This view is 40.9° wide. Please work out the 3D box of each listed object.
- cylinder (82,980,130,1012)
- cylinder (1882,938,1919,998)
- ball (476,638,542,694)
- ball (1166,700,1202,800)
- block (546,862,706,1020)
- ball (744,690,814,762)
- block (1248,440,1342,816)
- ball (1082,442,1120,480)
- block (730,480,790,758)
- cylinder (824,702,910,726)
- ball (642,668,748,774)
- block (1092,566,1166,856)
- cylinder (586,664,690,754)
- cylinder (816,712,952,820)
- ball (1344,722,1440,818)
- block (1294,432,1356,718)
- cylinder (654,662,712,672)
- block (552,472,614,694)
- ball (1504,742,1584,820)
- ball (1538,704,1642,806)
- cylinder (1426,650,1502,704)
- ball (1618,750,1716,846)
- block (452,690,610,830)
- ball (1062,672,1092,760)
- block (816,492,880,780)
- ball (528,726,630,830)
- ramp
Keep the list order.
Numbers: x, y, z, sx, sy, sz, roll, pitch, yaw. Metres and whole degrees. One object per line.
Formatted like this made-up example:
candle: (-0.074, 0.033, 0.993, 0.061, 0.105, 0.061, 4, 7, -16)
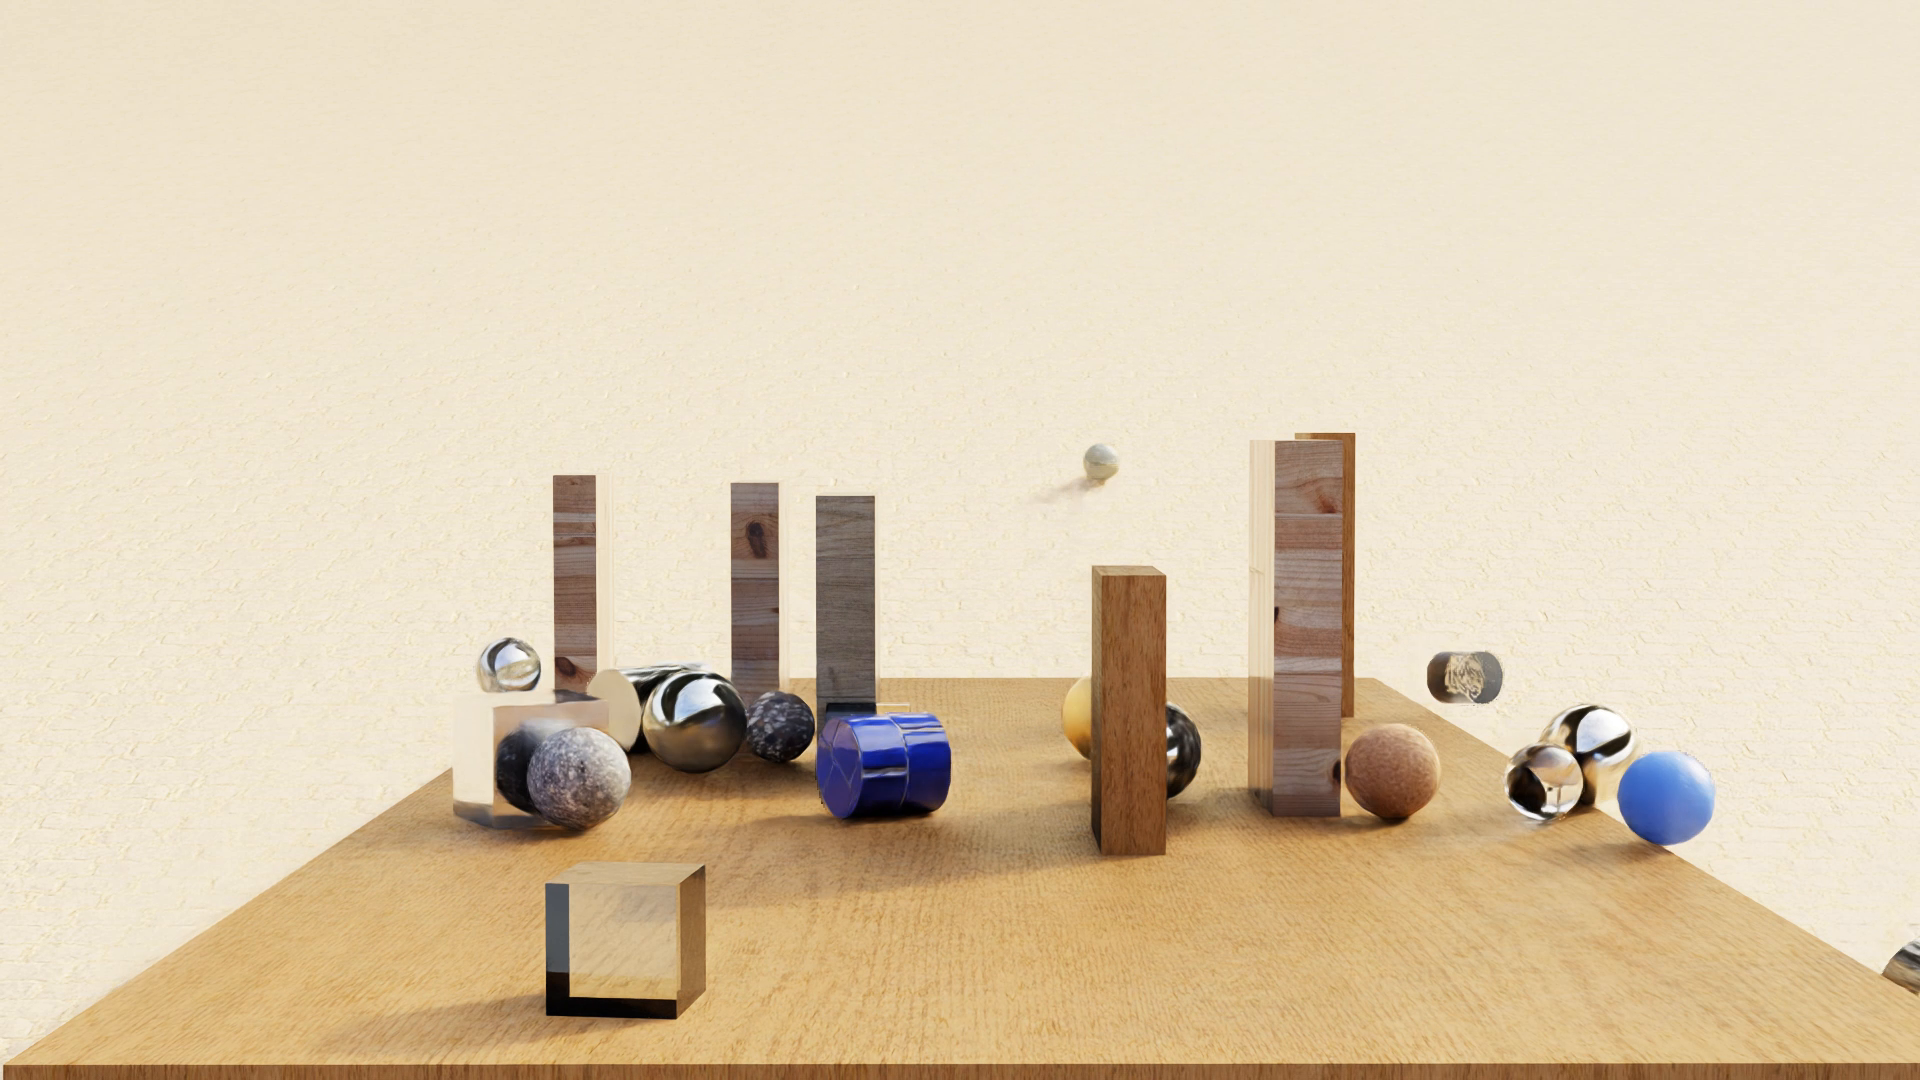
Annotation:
cylinder: (-1.656, 0.983, 5.062, 0.174, 0.174, 0.174, 11, 26, 24)
cylinder: (1.190, 0.560, 3.027, 0.165, 0.165, 0.165, -1, 3, -2)
ball: (-0.945, 0.273, 5.395, 0.137, 0.137, 0.137, 0, 23, 0)
ball: (0.319, 0.353, 4.331, 0.176, 0.176, 0.176, 0, 23, 0)
block: (-0.363, 0.434, 2.807, 0.143, 0.143, 0.143, 0, 2, 7)
ball: (-0.341, 0.352, 4.851, 0.136, 0.136, 0.136, 0, 23, 0)
block: (0.561, 0.136, 4.335, 0.110, 0.609, 0.361, 0, 2, 0)
ball: (0.440, -0.243, 8.010, 0.117, 0.117, 0.117, 0, 23, 0)
block: (-0.392, 0.147, 5.068, 0.093, 0.527, 0.292, 0, 2, 0)
cylinder: (-0.161, 0.360, 4.540, 0.147, 0.147, 0.147, 0, 23, 0)
ball: (-0.483, 0.331, 4.698, 0.191, 0.191, 0.191, 0, 23, 0)
block: (0.255, 0.252, 3.924, 0.095, 0.412, 0.283, 0, 2, 0)
cylinder: (-0.614, 0.330, 5.014, 0.167, 0.167, 0.167, 21, 15, 40)
cylinder: (-0.124, 0.366, 4.184, 0.163, 0.163, 0.163, -3, 22, -29)
ball: (0.697, 0.372, 4.151, 0.154, 0.154, 0.154, 0, 23, 0)
block: (0.811, 0.071, 5.742, 0.098, 0.621, 0.267, 0, 2, 0)
cylinder: (-0.621, 0.327, 5.736, 0.111, 0.111, 0.111, 0, 23, 12)
block: (-0.804, 0.125, 5.512, 0.090, 0.534, 0.274, 0, 2, 0)
ball: (0.937, 0.387, 4.134, 0.125, 0.125, 0.125, 0, 23, 0)
ball: (1.050, 0.357, 4.297, 0.169, 0.169, 0.169, 0, 23, 0)
cylinder: (1.107, 0.301, 5.651, 0.117, 0.117, 0.117, -14, 5, -29)
ball: (1.065, 0.389, 3.883, 0.143, 0.143, 0.143, 0, 23, 0)
block: (-0.694, 0.352, 4.161, 0.194, 0.194, 0.194, -1, 3, -30)
ball: (0.280, 0.331, 4.824, 0.179, 0.179, 0.179, 0, 23, 0)
block: (-0.205, 0.169, 4.756, 0.107, 0.510, 0.299, 0, 2, 0)
ball: (-0.594, 0.371, 4.015, 0.160, 0.160, 0.160, 0, 23, 0)
ramp: (0.053, 0.483, 4.539, 2.000, 0.100, 4.000, 0, 2, 0)
